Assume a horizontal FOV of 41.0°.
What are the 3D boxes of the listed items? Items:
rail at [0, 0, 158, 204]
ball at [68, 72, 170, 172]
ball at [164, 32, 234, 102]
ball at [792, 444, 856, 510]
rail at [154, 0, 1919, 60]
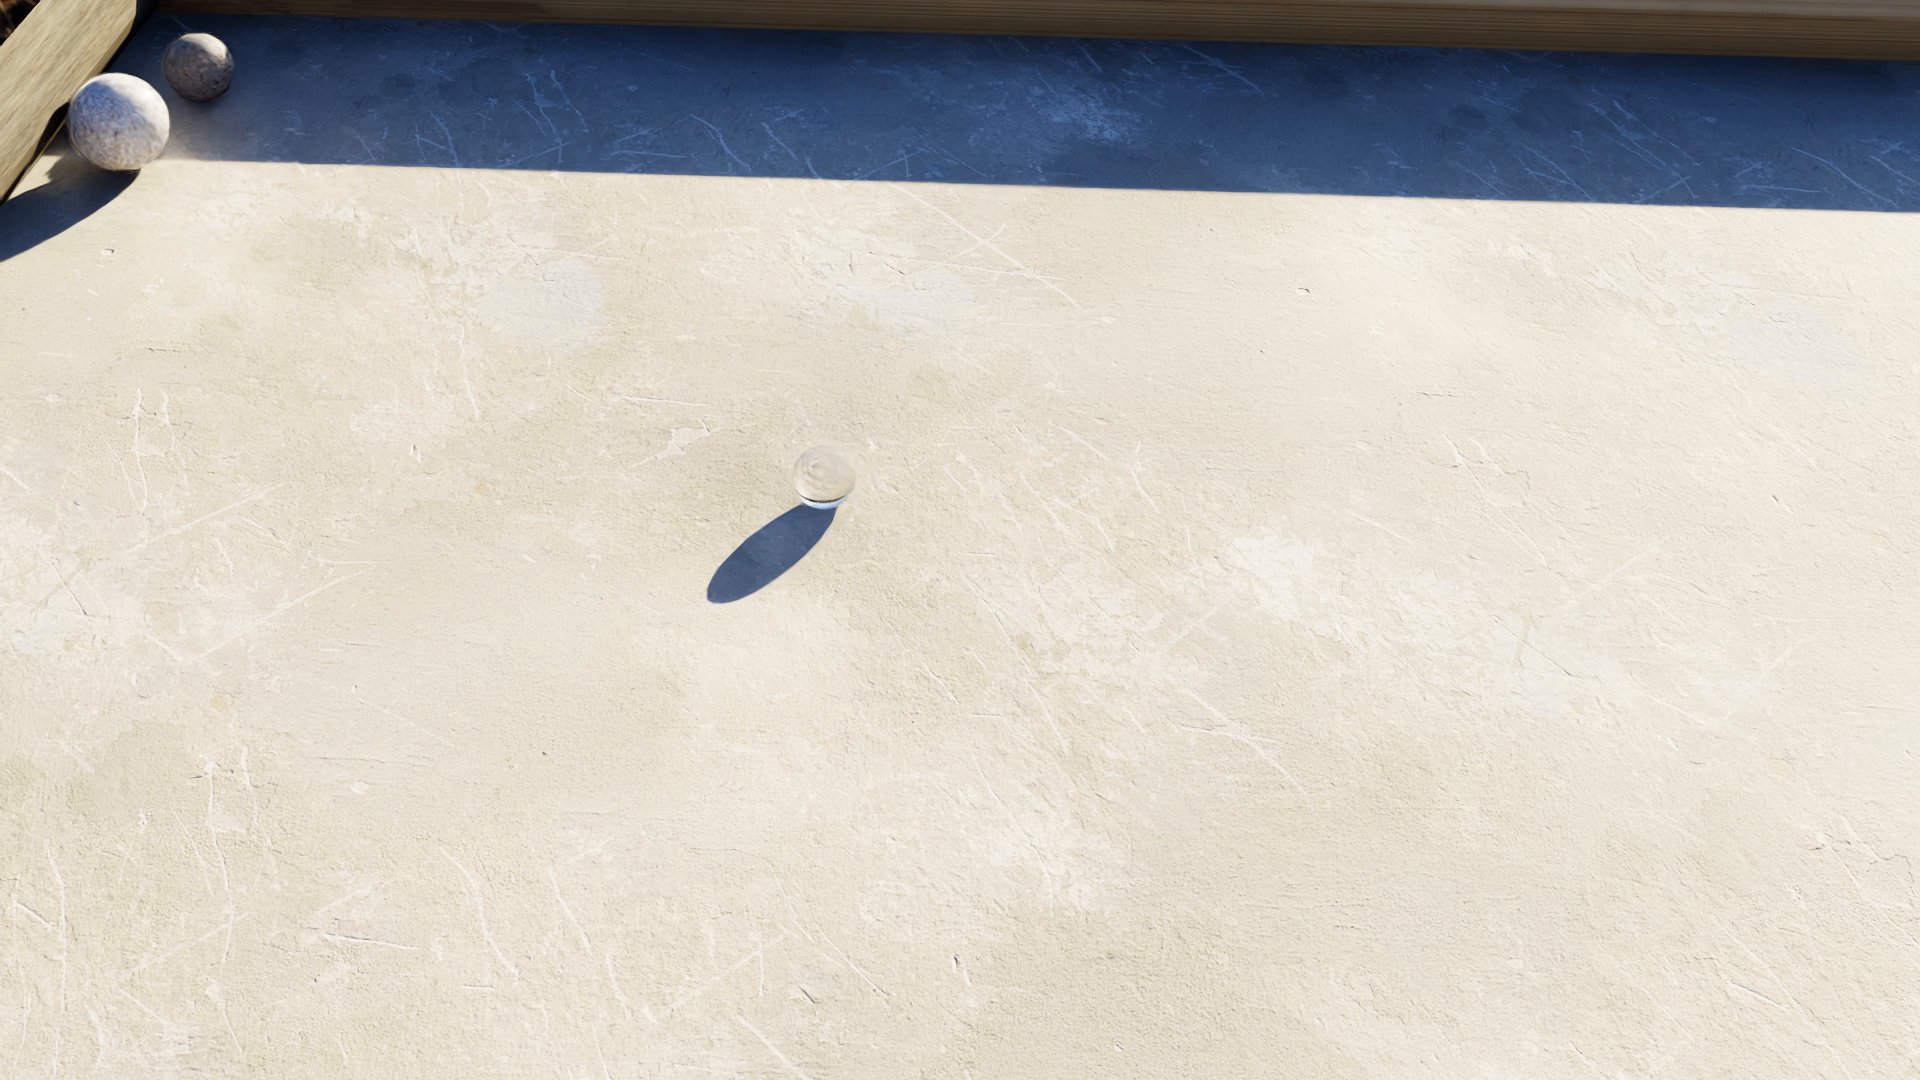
[{"bbox_3d":[-0.842,-0.053,1.789,0.045,0.117,1.803,2,36,3],"label":"rail"},{"bbox_3d":[-0.741,-0.368,2.259,0.086,0.086,0.086,0,36,0],"label":"ball"},{"bbox_3d":[-0.705,-0.438,2.377,0.063,0.063,0.063,0,36,0],"label":"ball"},{"bbox_3d":[-0.098,-0.045,1.840,0.047,0.047,0.047,0,36,0],"label":"ball"},{"bbox_3d":[0.923,-0.496,2.410,3.468,0.117,0.045,2,36,3],"label":"rail"}]
